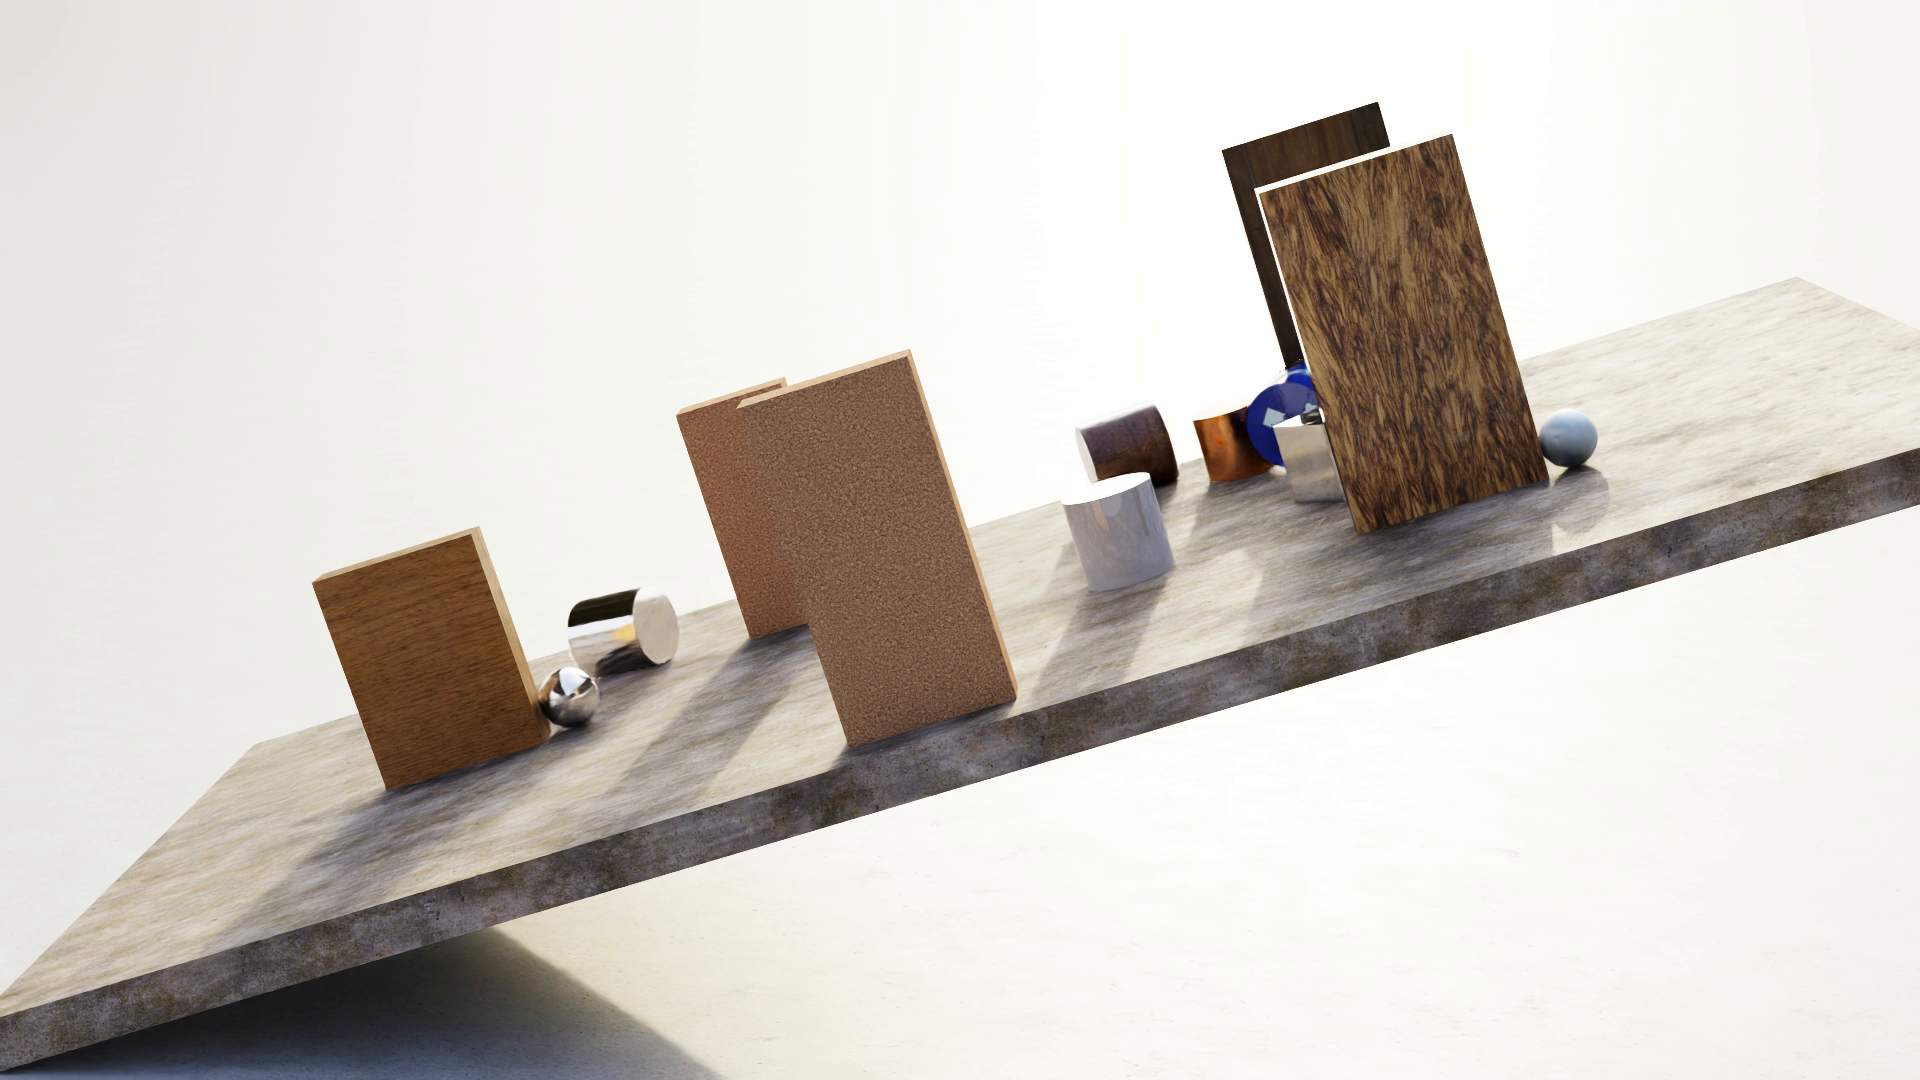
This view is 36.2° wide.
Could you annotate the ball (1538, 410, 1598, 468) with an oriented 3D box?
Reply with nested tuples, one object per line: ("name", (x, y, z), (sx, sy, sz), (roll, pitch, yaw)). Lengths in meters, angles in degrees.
("ball", (1.210, -0.202, 5.855), (0.117, 0.117, 0.117), (0, 11, 0))

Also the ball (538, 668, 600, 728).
("ball", (-0.854, 0.345, 6.424), (0.132, 0.132, 0.132), (0, 11, 0))

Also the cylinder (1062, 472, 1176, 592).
("cylinder", (0.332, -0.017, 6.154), (0.193, 0.193, 0.193), (-17, 10, 3))

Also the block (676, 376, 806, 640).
("block", (-0.442, -0.073, 6.762), (0.252, 0.547, 0.106), (-17, 10, 5))

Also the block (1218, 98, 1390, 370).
("block", (0.893, -0.622, 6.885), (0.375, 0.730, 0.108), (-17, 10, 5))

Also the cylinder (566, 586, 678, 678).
("cylinder", (-0.784, 0.213, 6.847), (0.186, 0.186, 0.186), (-12, 5, 27))

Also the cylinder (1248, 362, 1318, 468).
("cylinder", (0.791, -0.290, 6.785), (0.204, 0.204, 0.204), (5, 19, 23))

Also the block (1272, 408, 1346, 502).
("block", (0.813, -0.192, 6.313), (0.174, 0.174, 0.174), (-23, 12, -27))

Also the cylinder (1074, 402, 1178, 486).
("cylinder", (0.400, -0.211, 7.057), (0.195, 0.195, 0.195), (-19, 13, -4))

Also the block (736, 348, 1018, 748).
("block", (-0.149, 0.017, 5.446), (0.327, 0.669, 0.107), (-17, 10, 5))

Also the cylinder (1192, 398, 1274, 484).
("cylinder", (0.638, -0.233, 6.868), (0.158, 0.158, 0.158), (-17, 10, 3))

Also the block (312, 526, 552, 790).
("block", (-1.145, 0.257, 6.389), (0.365, 0.483, 0.095), (-17, 10, 5))

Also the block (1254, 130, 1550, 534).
("block", (0.878, -0.411, 5.846), (0.392, 0.711, 0.108), (-17, 10, 5))

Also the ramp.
("ramp", (0.098, 0.184, 6.313), (4.000, 0.100, 2.000), (-17, 10, 5))
